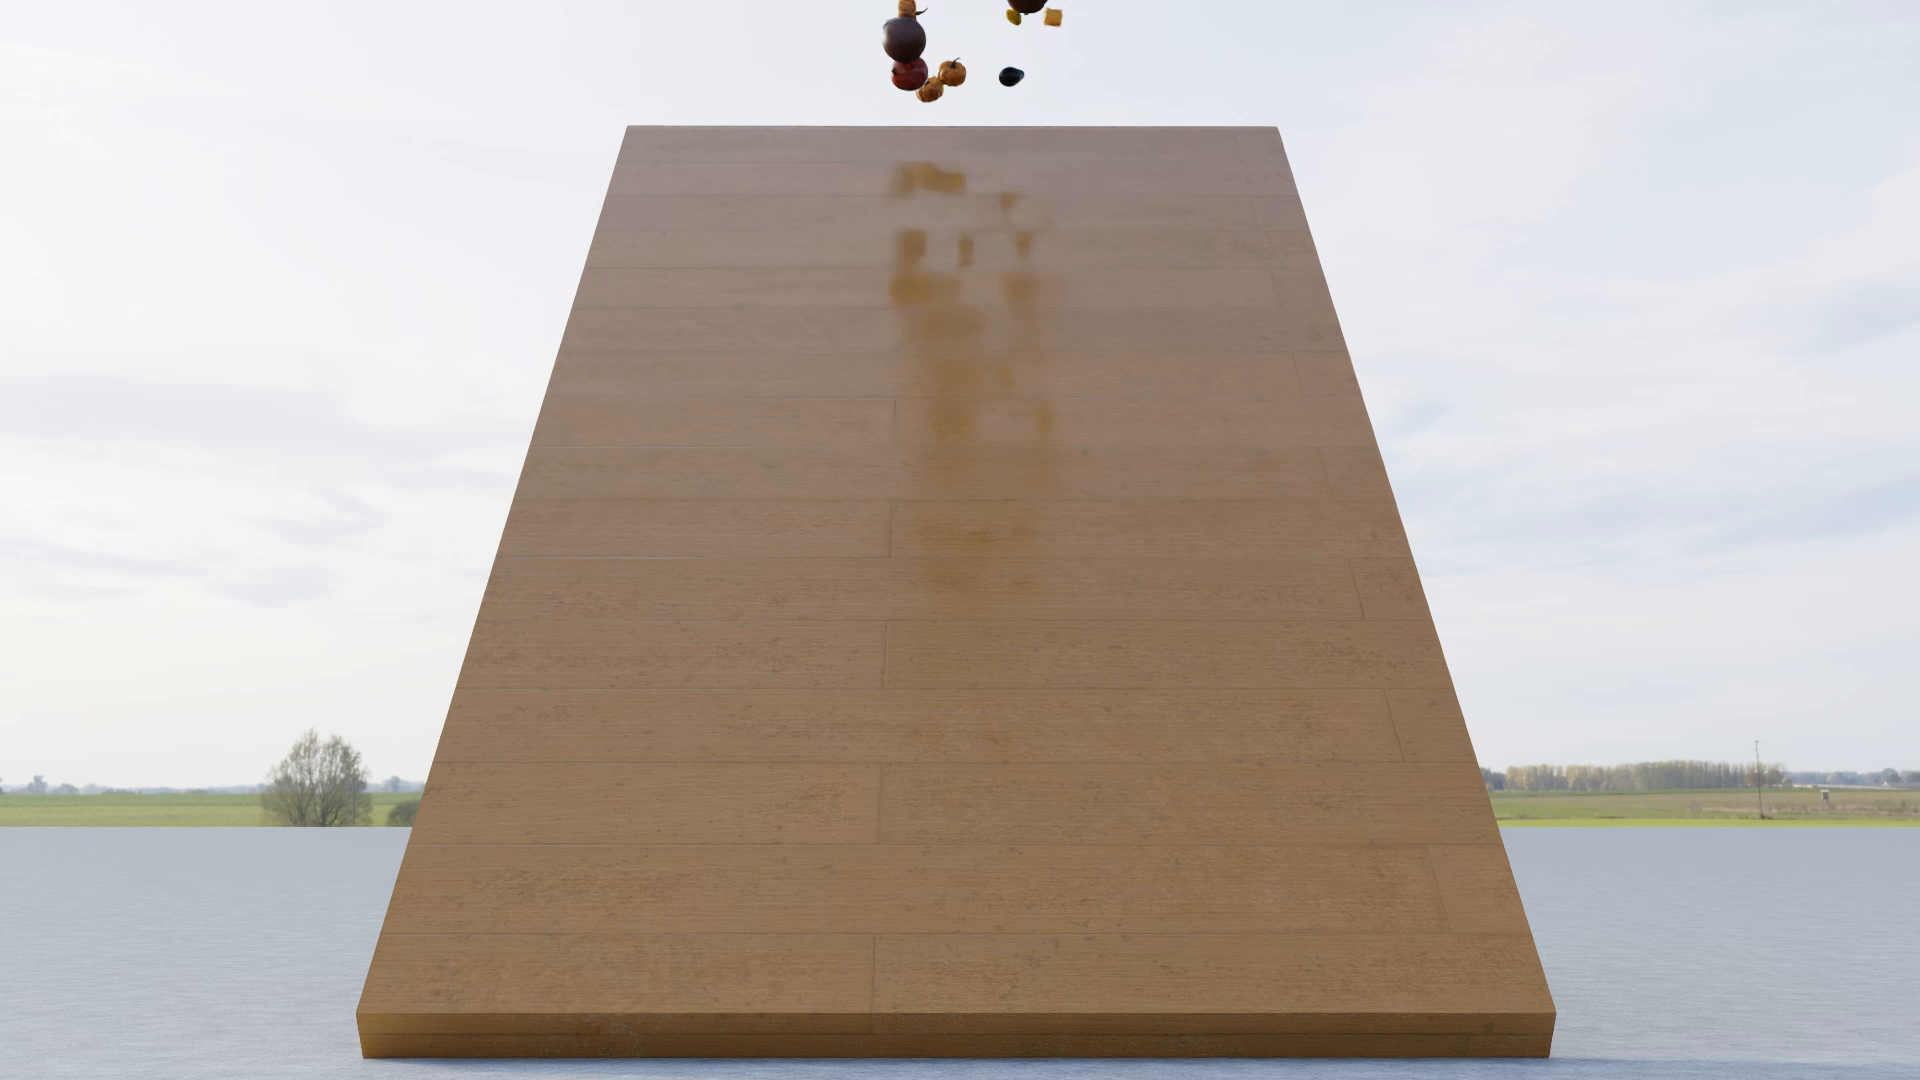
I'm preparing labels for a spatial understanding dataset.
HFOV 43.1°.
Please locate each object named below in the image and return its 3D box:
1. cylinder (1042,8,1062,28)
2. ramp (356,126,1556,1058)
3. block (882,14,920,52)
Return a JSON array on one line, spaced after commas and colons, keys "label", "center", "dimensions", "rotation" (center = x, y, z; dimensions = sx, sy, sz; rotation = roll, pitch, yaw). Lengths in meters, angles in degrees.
[{"label": "cylinder", "center": [0.281, -1.585, 7.377], "dimensions": [0.052, 0.052, 0.052], "rotation": [7, -8, -8]}, {"label": "ramp", "center": [-0.014, -0.200, 5.787], "dimensions": [2.000, 0.100, 4.000], "rotation": [0, 31, 0]}, {"label": "block", "center": [-0.182, -1.567, 7.517], "dimensions": [0.082, 0.082, 0.082], "rotation": [-10, 25, 14]}]
